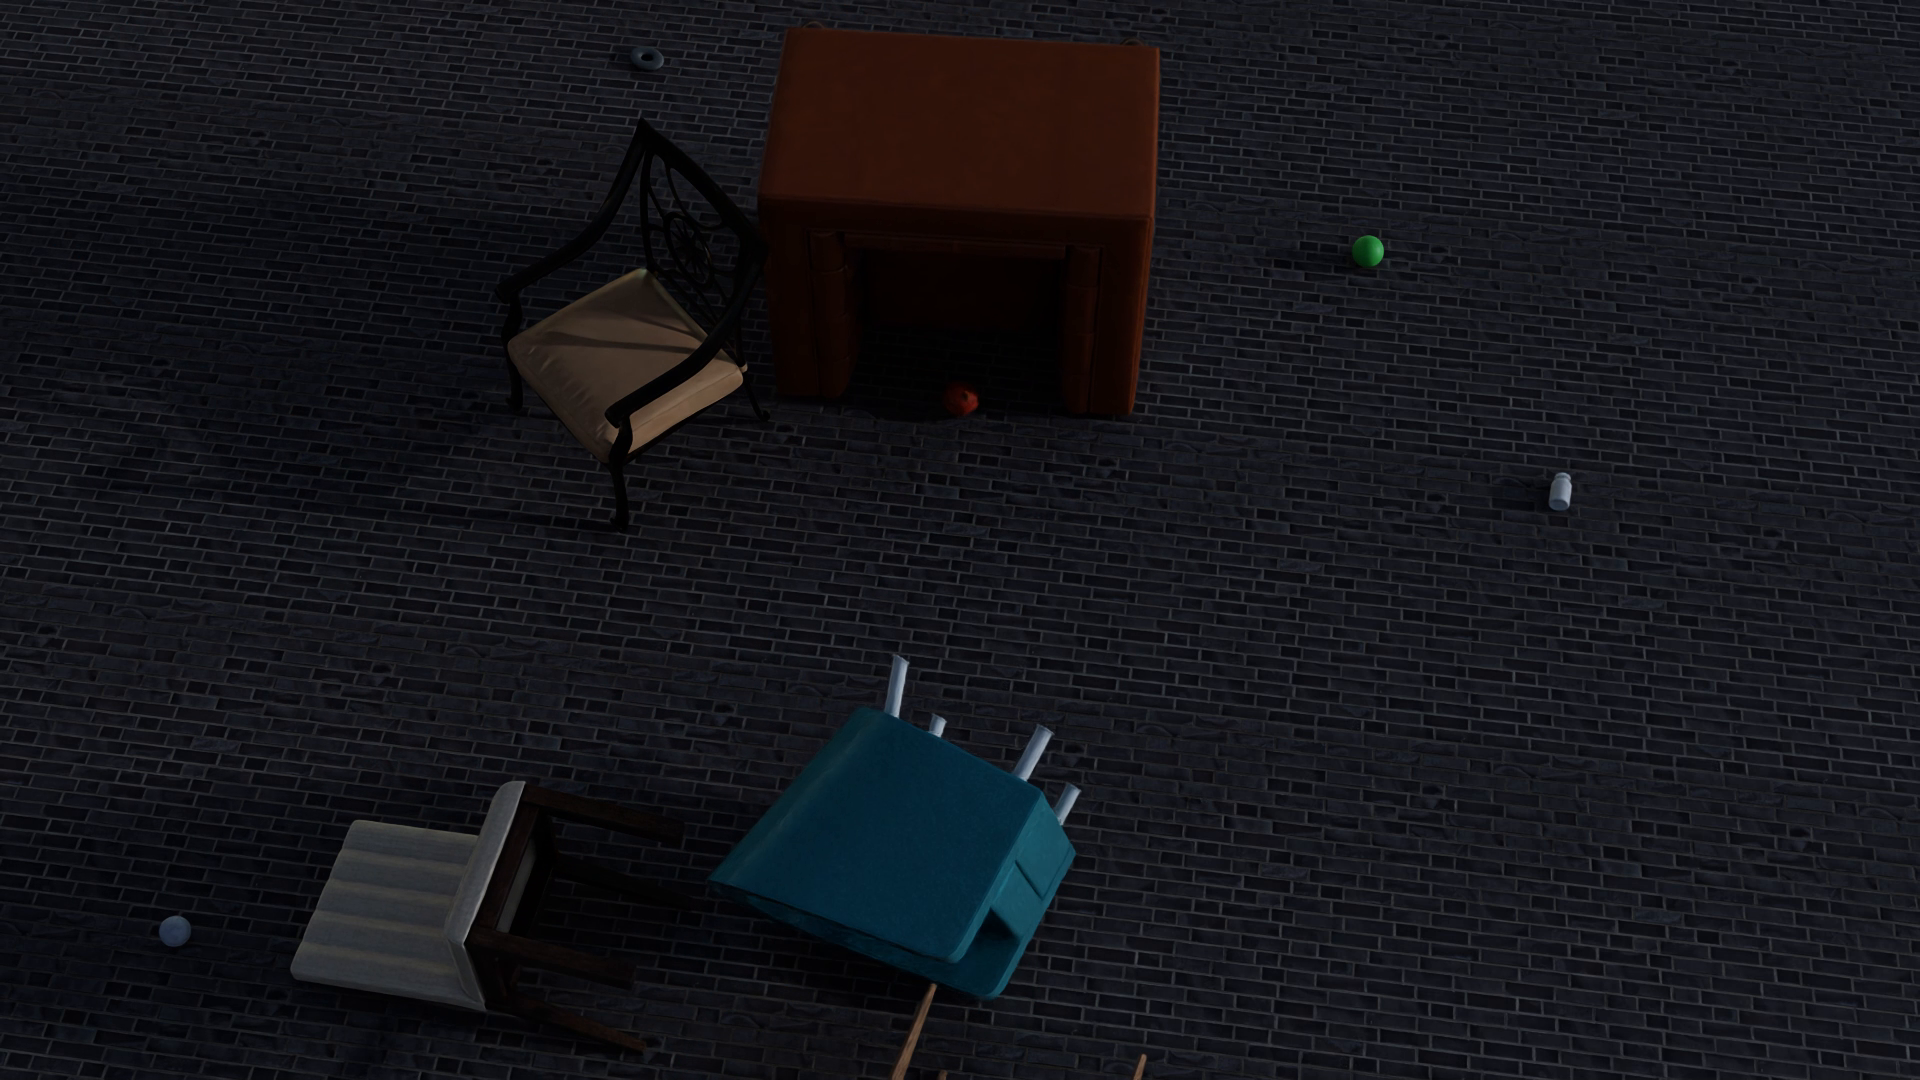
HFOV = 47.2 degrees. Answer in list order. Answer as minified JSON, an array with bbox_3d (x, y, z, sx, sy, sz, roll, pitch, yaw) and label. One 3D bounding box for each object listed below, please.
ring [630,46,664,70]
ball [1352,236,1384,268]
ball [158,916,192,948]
[{"bbox_3d":[-1.095,-1.683,7.686,0.130,0.029,0.102,31,61,18],"label":"ring"},{"bbox_3d":[1.325,-0.937,7.140,0.104,0.104,0.104,0,56,0],"label":"ball"},{"bbox_3d":[-2.080,1.037,5.828,0.082,0.082,0.082,0,56,0],"label":"ball"}]
